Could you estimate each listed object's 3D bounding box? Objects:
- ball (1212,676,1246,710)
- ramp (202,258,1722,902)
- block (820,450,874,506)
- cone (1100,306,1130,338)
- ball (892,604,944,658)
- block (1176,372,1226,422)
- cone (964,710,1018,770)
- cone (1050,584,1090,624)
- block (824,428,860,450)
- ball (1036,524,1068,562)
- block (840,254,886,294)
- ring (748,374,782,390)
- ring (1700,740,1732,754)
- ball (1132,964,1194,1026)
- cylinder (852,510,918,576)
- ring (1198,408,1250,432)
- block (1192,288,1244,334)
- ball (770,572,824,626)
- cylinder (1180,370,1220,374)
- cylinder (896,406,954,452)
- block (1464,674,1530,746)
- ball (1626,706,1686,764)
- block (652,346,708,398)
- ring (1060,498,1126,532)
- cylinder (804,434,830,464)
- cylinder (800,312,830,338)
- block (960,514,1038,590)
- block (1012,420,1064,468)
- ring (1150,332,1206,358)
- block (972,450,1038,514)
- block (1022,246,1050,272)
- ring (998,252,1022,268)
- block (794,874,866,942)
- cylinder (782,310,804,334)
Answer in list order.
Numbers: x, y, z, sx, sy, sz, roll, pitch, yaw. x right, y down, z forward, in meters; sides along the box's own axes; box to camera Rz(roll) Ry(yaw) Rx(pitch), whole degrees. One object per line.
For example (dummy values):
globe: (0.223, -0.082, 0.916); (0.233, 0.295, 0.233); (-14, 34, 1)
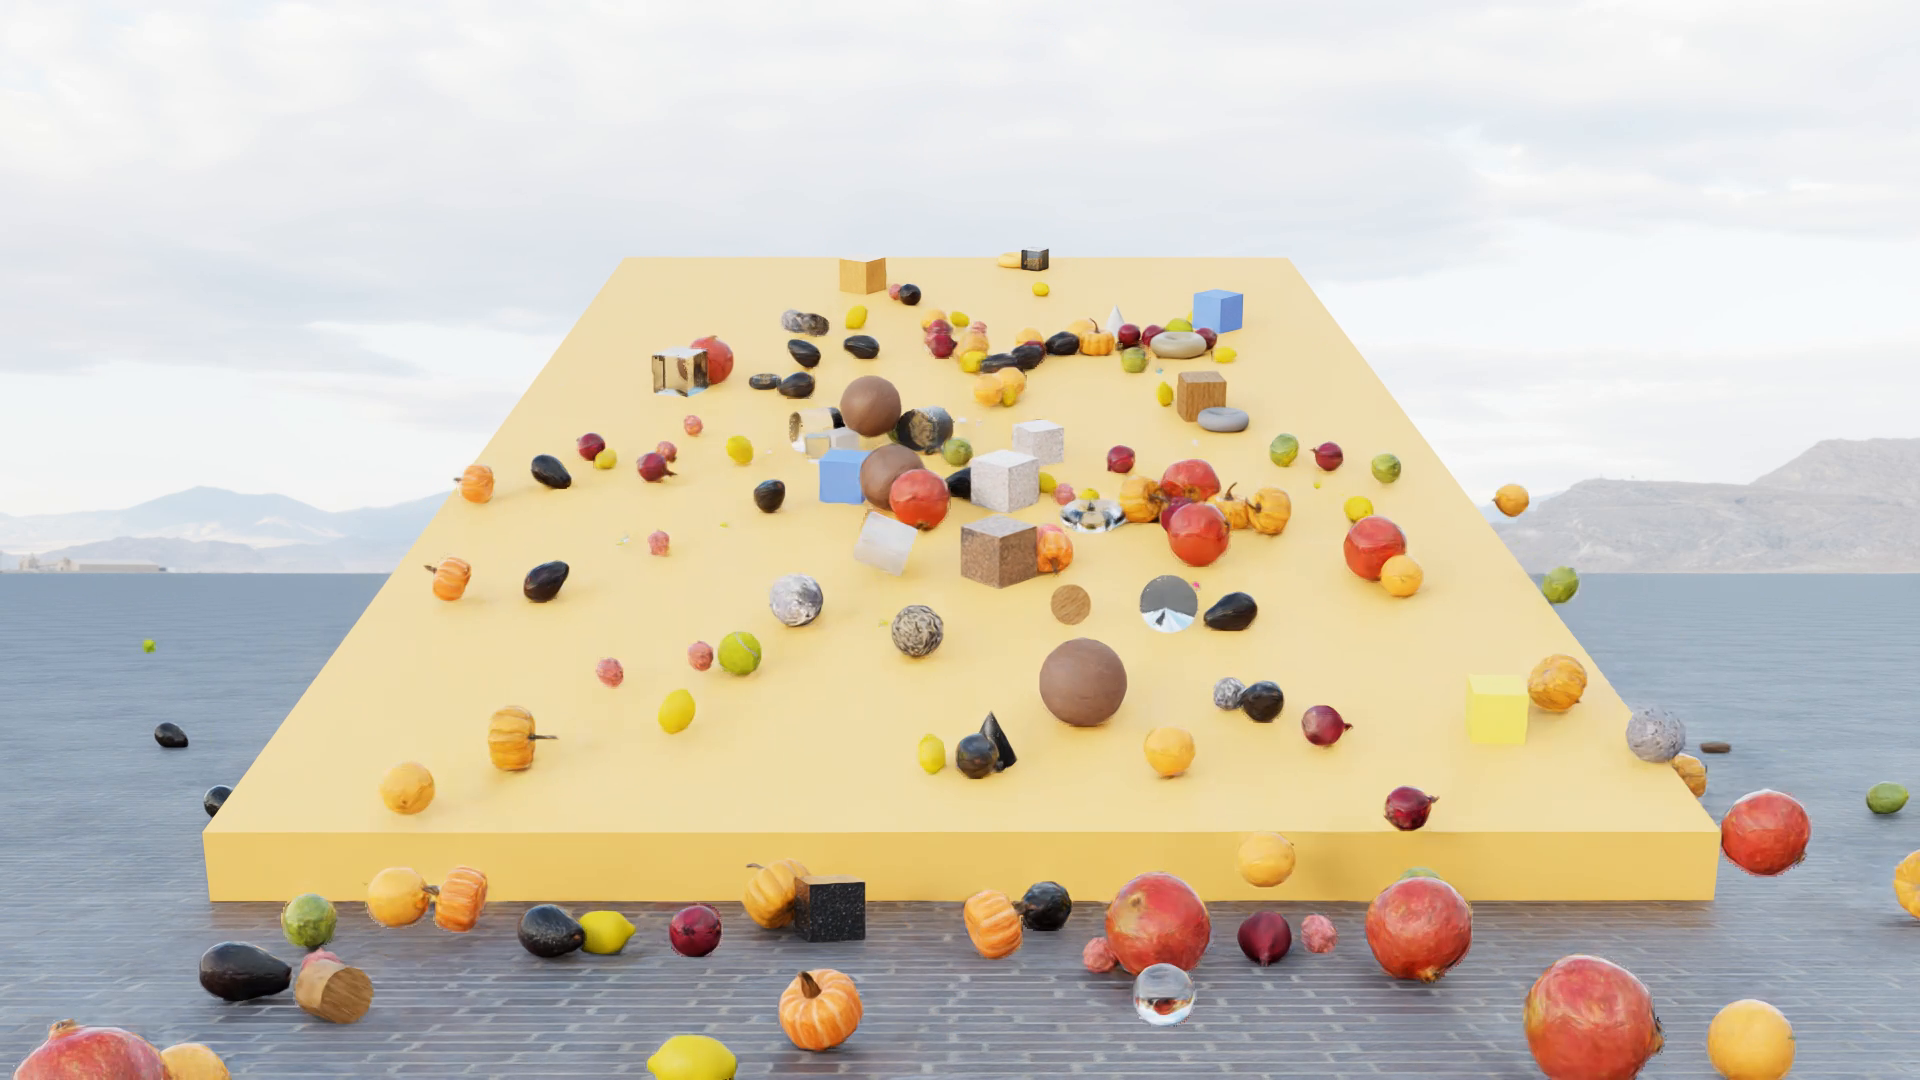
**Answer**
ball: (0.402, 0.230, 3.342); (0.050, 0.050, 0.050); (0, -1, 0)
ramp: (-0.004, -0.187, 4.862); (2.000, 0.100, 4.000); (0, 18, 0)
block: (-0.222, -0.123, 4.370); (0.084, 0.084, 0.084); (4, 19, 13)
cone: (0.400, -0.568, 5.749); (0.078, 0.078, 0.078); (0, 18, 0)
ball: (-0.067, 0.144, 3.549); (0.084, 0.084, 0.084); (0, -1, 0)
block: (0.535, -0.317, 4.959); (0.090, 0.090, 0.090); (-2, 18, -7)
cone: (0.044, 0.274, 3.160); (0.076, 0.076, 0.076); (0, 19, 0)
cone: (0.178, 0.112, 3.734); (0.068, 0.068, 0.068); (0, -9, -9)
block: (-0.246, -0.198, 4.646); (0.055, 0.055, 0.055); (-10, 21, -29)
ball: (0.159, 0.005, 4.006); (0.067, 0.067, 0.067); (0, -1, 0)
block: (-0.273, -0.745, 6.266); (0.092, 0.092, 0.092); (12, 22, 32)
ring: (-0.454, -0.370, 5.221); (0.079, 0.026, 0.079); (-1, 18, 0)
ring: (1.809, 0.496, 5.358); (0.075, 0.025, 0.075); (1, 0, 0)
ball: (0.197, 0.440, 2.163); (0.060, 0.060, 0.060); (0, -1, 0)
cylinder: (-0.131, 0.006, 3.918); (0.090, 0.090, 0.090); (22, -1, -1)
ring: (0.574, -0.262, 4.876); (0.114, 0.038, 0.114); (1, 17, 0)
block: (0.669, -0.594, 5.808); (0.091, 0.091, 0.091); (-17, 24, -41)
ball: (-0.269, 0.098, 3.682); (0.089, 0.089, 0.089); (0, -1, 0)
cylinder: (0.540, -0.340, 5.043); (0.082, 0.082, 0.082); (-2, 0, -7)
cylinder: (-0.073, -0.233, 4.687); (0.087, 0.087, 0.087); (0, 8, 32)
block: (0.779, 0.246, 3.250); (0.077, 0.077, 0.077); (2, 18, 5)
ball: (0.982, 0.274, 3.157); (0.081, 0.081, 0.081); (0, -1, 0)
block: (-0.646, -0.388, 5.169); (0.092, 0.092, 0.092); (8, 20, 24)
ring: (0.249, -0.046, 4.203); (0.123, 0.041, 0.123); (-1, 19, 0)
cylinder: (-0.295, -0.190, 4.628); (0.050, 0.050, 0.050); (0, 18, 0)
cylinder: (-0.372, -0.551, 5.730); (0.054, 0.054, 0.054); (0, 15, -33)
block: (0.068, 0.020, 3.914); (0.094, 0.094, 0.094); (-17, 25, -42)
block: (0.162, -0.199, 4.618); (0.076, 0.076, 0.076); (-11, 21, -30)
ring: (0.540, -0.483, 5.540); (0.140, 0.047, 0.140); (-1, 19, 0)
block: (0.087, -0.113, 4.326); (0.093, 0.093, 0.093); (15, 23, 38)
block: (0.220, -0.825, 6.566); (0.060, 0.060, 0.060); (11, 21, 30)
ring: (0.161, -0.828, 6.620); (0.100, 0.033, 0.100); (0, 20, 0)
block: (-0.156, 0.442, 2.685); (0.069, 0.069, 0.069); (0, -1, -19)
cylinder: (-0.424, -0.563, 5.765); (0.055, 0.055, 0.055); (0, 15, -34)
